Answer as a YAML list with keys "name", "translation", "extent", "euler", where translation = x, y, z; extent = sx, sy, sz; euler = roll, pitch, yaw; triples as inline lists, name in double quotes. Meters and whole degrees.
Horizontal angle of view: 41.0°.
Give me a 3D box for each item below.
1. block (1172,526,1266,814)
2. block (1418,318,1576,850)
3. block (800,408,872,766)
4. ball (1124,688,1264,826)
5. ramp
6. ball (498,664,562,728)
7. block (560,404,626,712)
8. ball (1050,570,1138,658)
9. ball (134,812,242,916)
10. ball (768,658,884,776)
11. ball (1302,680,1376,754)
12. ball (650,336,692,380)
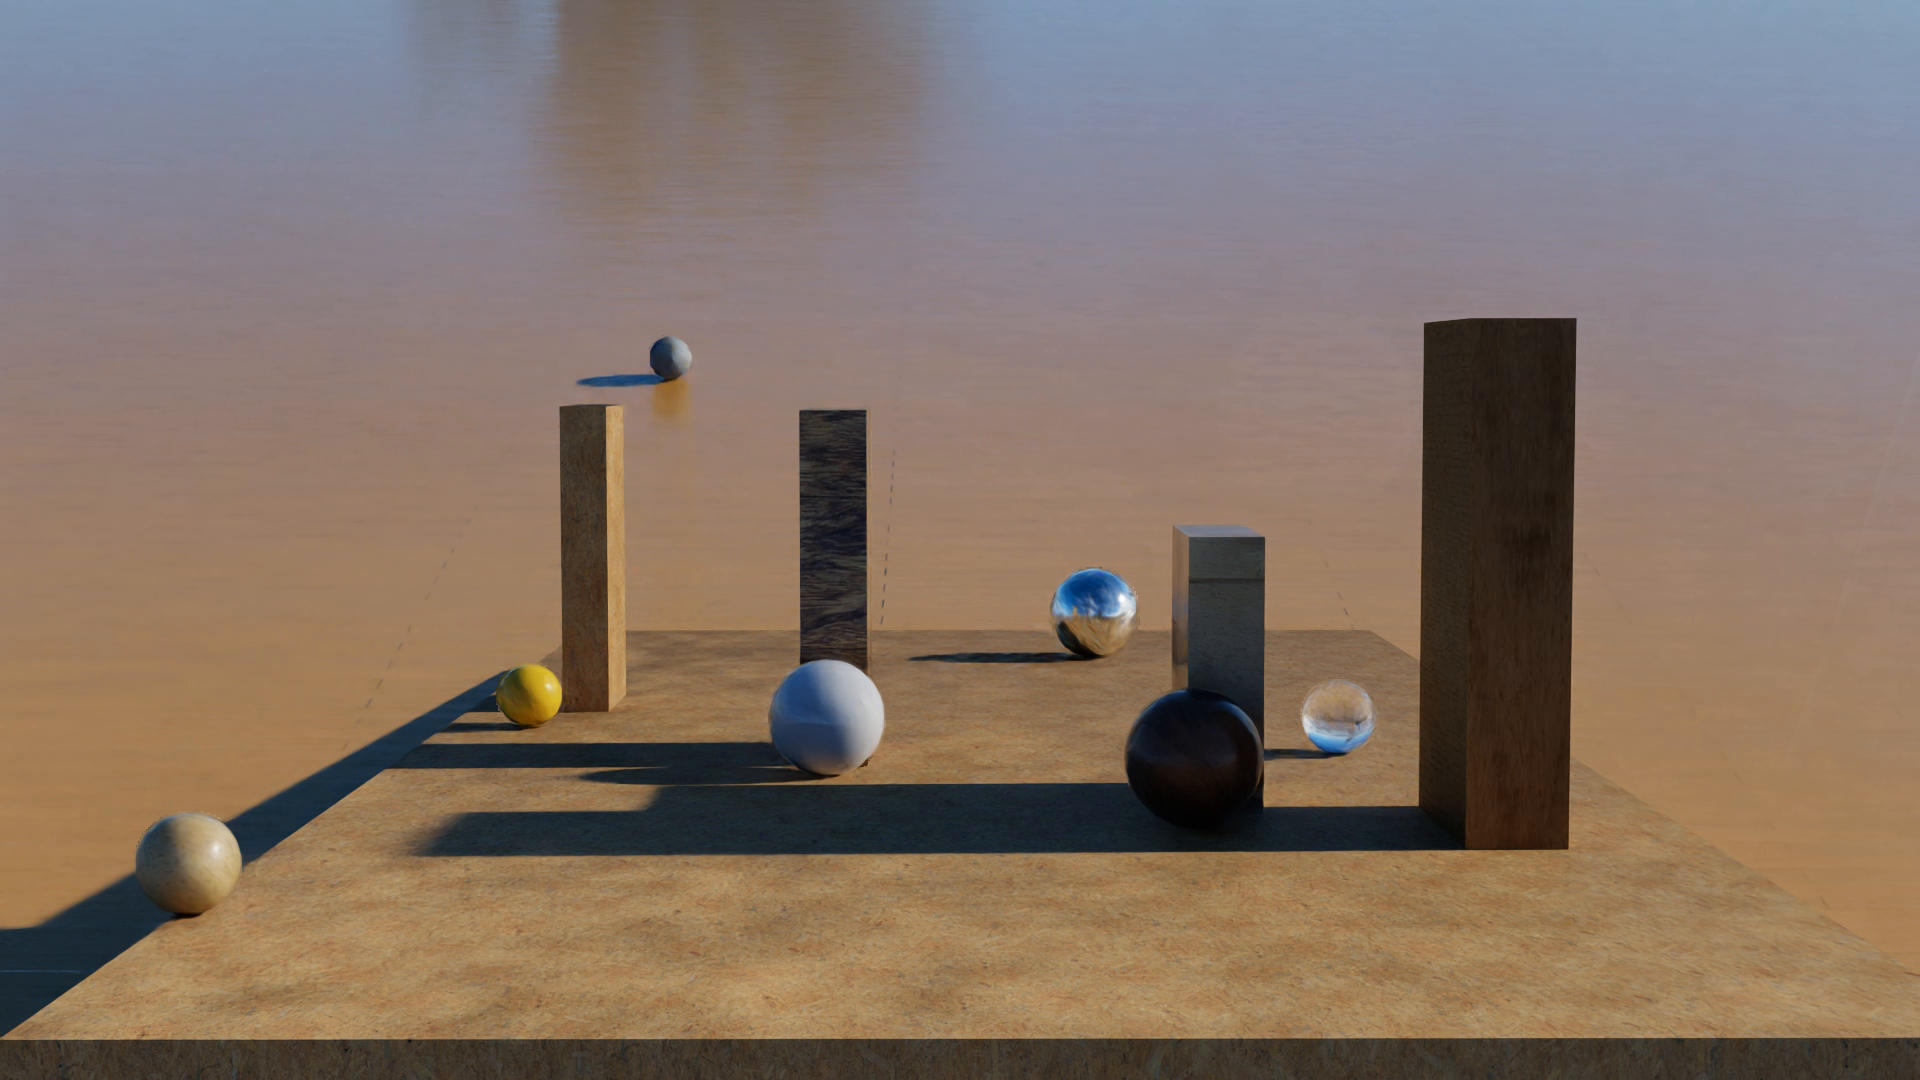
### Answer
- name: "block"
  translation: [0.395, 0.192, 3.955]
  extent: [0.113, 0.413, 0.290]
  euler: [0, 4, 0]
- name: "block"
  translation: [0.767, 0.051, 3.689]
  extent: [0.142, 0.730, 0.357]
  euler: [0, 4, 0]
- name: "block"
  translation: [-0.211, 0.072, 4.405]
  extent: [0.111, 0.594, 0.280]
  euler: [0, 4, 0]
- name: "ball"
  translation: [0.339, 0.315, 3.717]
  extent: [0.200, 0.200, 0.200]
  euler: [0, 19, 0]
- name: "ramp"
  translation: [0.046, 0.411, 4.537]
  extent: [2.000, 0.100, 4.000]
  euler: [0, 4, 0]
- name: "ball"
  translation: [-0.796, 0.288, 4.752]
  extent: [0.117, 0.117, 0.117]
  euler: [0, 19, 0]
- name: "block"
  translation: [-0.725, 0.029, 5.082]
  extent: [0.089, 0.590, 0.260]
  euler: [0, 4, 0]
- name: "ball"
  translation: [0.308, 0.169, 5.901]
  extent: [0.204, 0.204, 0.204]
  euler: [0, 19, 0]
- name: "ball"
  translation: [-0.937, 0.393, 3.117]
  extent: [0.124, 0.124, 0.124]
  euler: [0, 19, 0]
- name: "ball"
  translation: [-0.218, 0.289, 4.183]
  extent: [0.190, 0.190, 0.190]
  euler: [0, 19, 0]
- name: "ball"
  translation: [0.652, 0.305, 4.416]
  extent: [0.127, 0.127, 0.127]
  euler: [0, 19, 0]
- name: "ball"
  translation: [-1.023, -0.643, 9.071]
  extent: [0.150, 0.150, 0.150]
  euler: [0, 19, 0]
